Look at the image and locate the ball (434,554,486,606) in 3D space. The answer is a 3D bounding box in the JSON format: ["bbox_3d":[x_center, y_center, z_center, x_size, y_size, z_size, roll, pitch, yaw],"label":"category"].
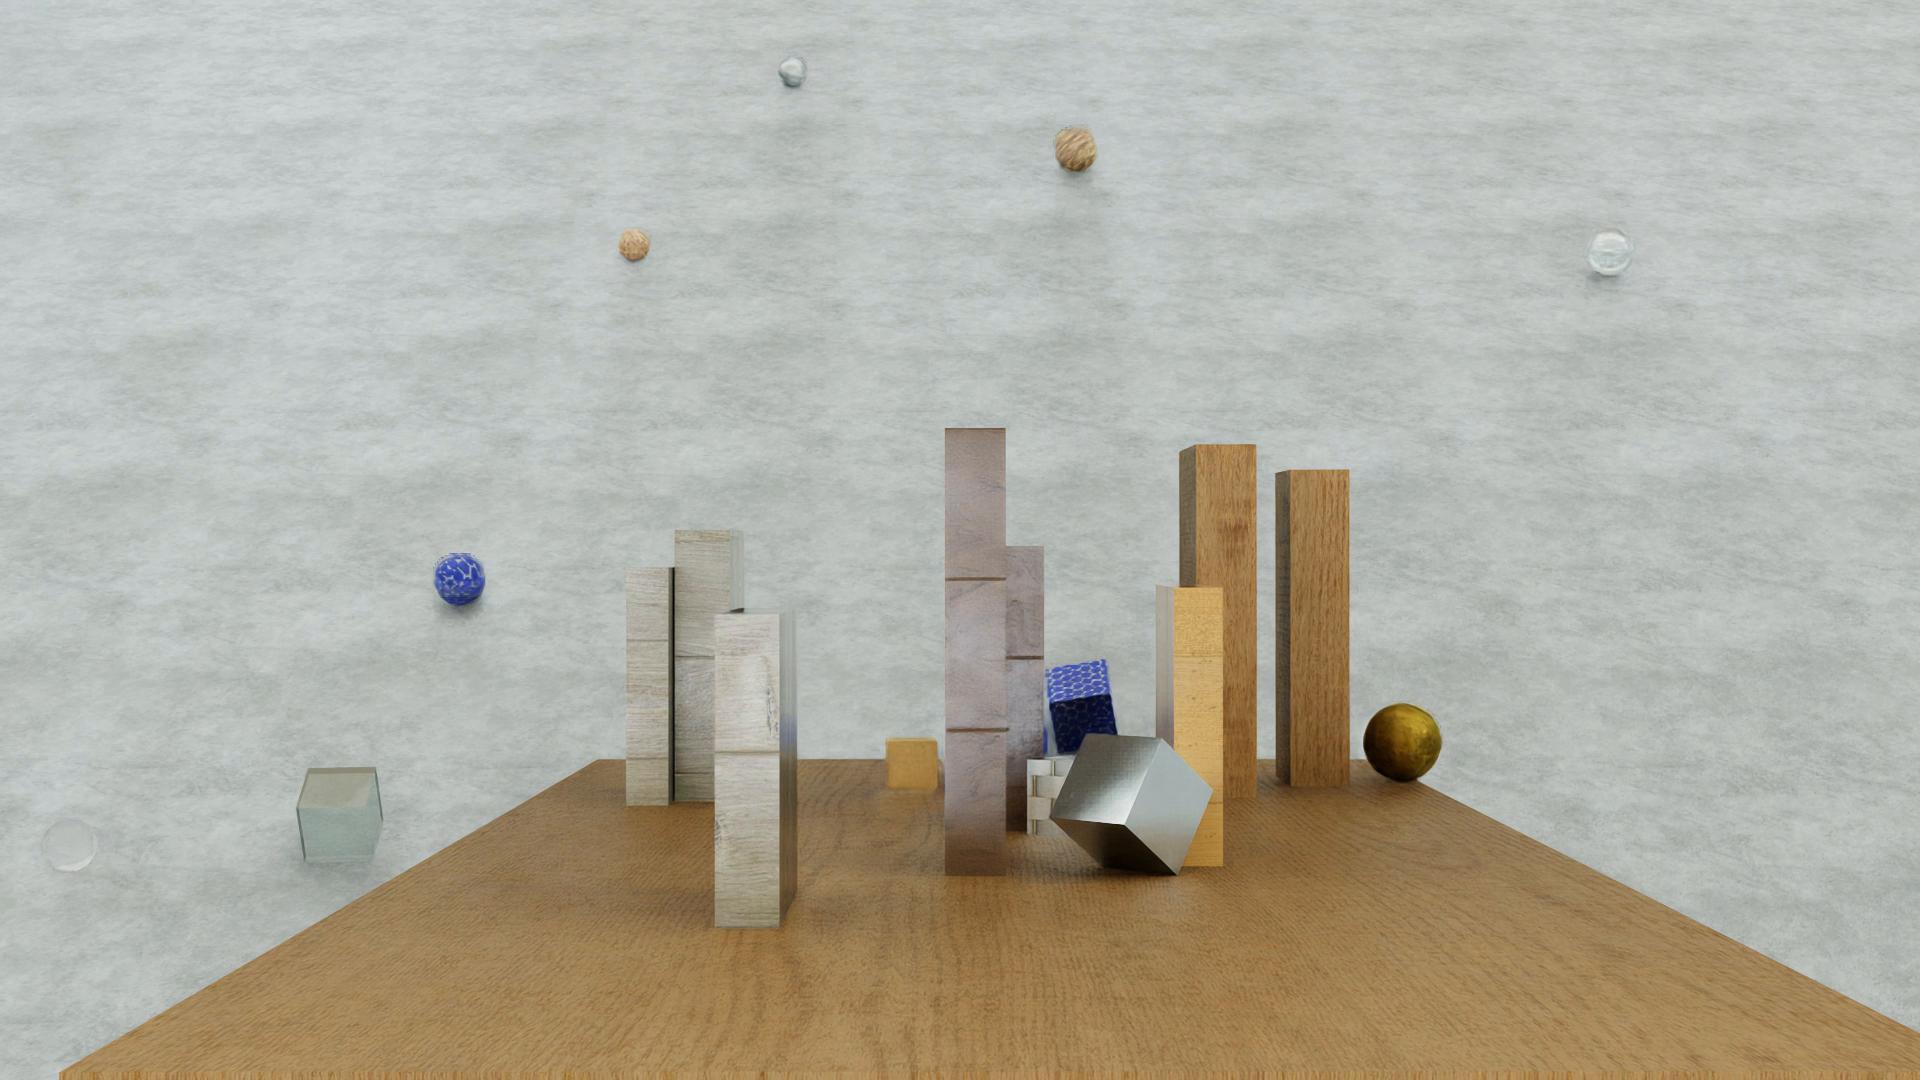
[{"bbox_3d":[-1.441,0.115,7.459,0.146,0.146,0.146,0,31,0],"label":"ball"}]

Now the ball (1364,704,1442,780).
[{"bbox_3d":[1.031,0.472,6.037,0.180,0.180,0.180,0,31,0],"label":"ball"}]

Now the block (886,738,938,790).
[{"bbox_3d":[-0.110,0.507,5.878,0.109,0.109,0.109,0,0,-5],"label":"block"}]

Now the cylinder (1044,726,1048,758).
[{"bbox_3d":[0.092,0.477,6.133,0.170,0.170,0.170,-18,9,-28],"label":"cylinder"}]

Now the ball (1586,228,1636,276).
[{"bbox_3d":[2.363,-1.049,9.403,0.173,0.173,0.173,0,31,0],"label":"ball"}]

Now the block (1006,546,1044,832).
[{"bbox_3d":[0.108,0.285,5.107,0.107,0.547,0.294,0,0,0],"label":"block"}]

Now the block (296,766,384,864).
[{"bbox_3d":[-1.548,0.686,6.470,0.169,0.169,0.169,-1,31,-2],"label":"block"}]

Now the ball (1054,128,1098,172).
[{"bbox_3d":[0.460,-1.544,10.242,0.171,0.171,0.171,0,31,0],"label":"ball"}]

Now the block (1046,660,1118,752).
[{"bbox_3d":[0.324,0.441,6.866,0.162,0.162,0.162,-9,30,4],"label":"block"}]

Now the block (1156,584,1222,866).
[{"bbox_3d":[0.406,0.319,4.614,0.083,0.475,0.407,0,0,0],"label":"block"}]

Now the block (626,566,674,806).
[{"bbox_3d":[-0.660,0.310,5.590,0.089,0.502,0.261,0,0,0],"label":"block"}]

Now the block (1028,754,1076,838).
[{"bbox_3d":[0.226,0.487,4.928,0.142,0.142,0.142,0,0,35],"label":"block"}]

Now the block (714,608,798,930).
[{"bbox_3d":[-0.303,0.330,3.890,0.092,0.447,0.415,0,0,0],"label":"block"}]

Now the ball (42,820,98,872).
[{"bbox_3d":[-2.200,0.754,6.396,0.129,0.129,0.129,0,31,0],"label":"ball"}]

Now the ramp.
[{"bbox_3d":[0.068,0.607,4.674,2.000,0.100,4.000,0,0,0],"label":"ramp"}]

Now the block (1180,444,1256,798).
[{"bbox_3d":[0.579,0.177,5.838,0.132,0.769,0.431,0,0,0],"label":"block"}]

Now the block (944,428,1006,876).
[{"bbox_3d":[0.025,0.186,4.431,0.101,0.741,0.305,0,0,0],"label":"block"}]

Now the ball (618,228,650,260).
[{"bbox_3d":[-1.198,-1.085,9.520,0.117,0.117,0.117,0,31,0],"label":"ball"}]

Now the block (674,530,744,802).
[{"bbox_3d":[-0.553,0.270,5.742,0.119,0.582,0.380,0,0,0],"label":"block"}]

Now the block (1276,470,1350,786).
[{"bbox_3d":[0.820,0.201,6.036,0.135,0.722,0.279,0,0,0],"label":"block"}]

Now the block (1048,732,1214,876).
[{"bbox_3d":[0.287,0.440,4.326,0.165,0.165,0.165,0,55,44],"label":"block"}]

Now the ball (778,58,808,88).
[{"bbox_3d":[-0.715,-1.995,11.050,0.125,0.125,0.125,0,31,0],"label":"ball"}]
